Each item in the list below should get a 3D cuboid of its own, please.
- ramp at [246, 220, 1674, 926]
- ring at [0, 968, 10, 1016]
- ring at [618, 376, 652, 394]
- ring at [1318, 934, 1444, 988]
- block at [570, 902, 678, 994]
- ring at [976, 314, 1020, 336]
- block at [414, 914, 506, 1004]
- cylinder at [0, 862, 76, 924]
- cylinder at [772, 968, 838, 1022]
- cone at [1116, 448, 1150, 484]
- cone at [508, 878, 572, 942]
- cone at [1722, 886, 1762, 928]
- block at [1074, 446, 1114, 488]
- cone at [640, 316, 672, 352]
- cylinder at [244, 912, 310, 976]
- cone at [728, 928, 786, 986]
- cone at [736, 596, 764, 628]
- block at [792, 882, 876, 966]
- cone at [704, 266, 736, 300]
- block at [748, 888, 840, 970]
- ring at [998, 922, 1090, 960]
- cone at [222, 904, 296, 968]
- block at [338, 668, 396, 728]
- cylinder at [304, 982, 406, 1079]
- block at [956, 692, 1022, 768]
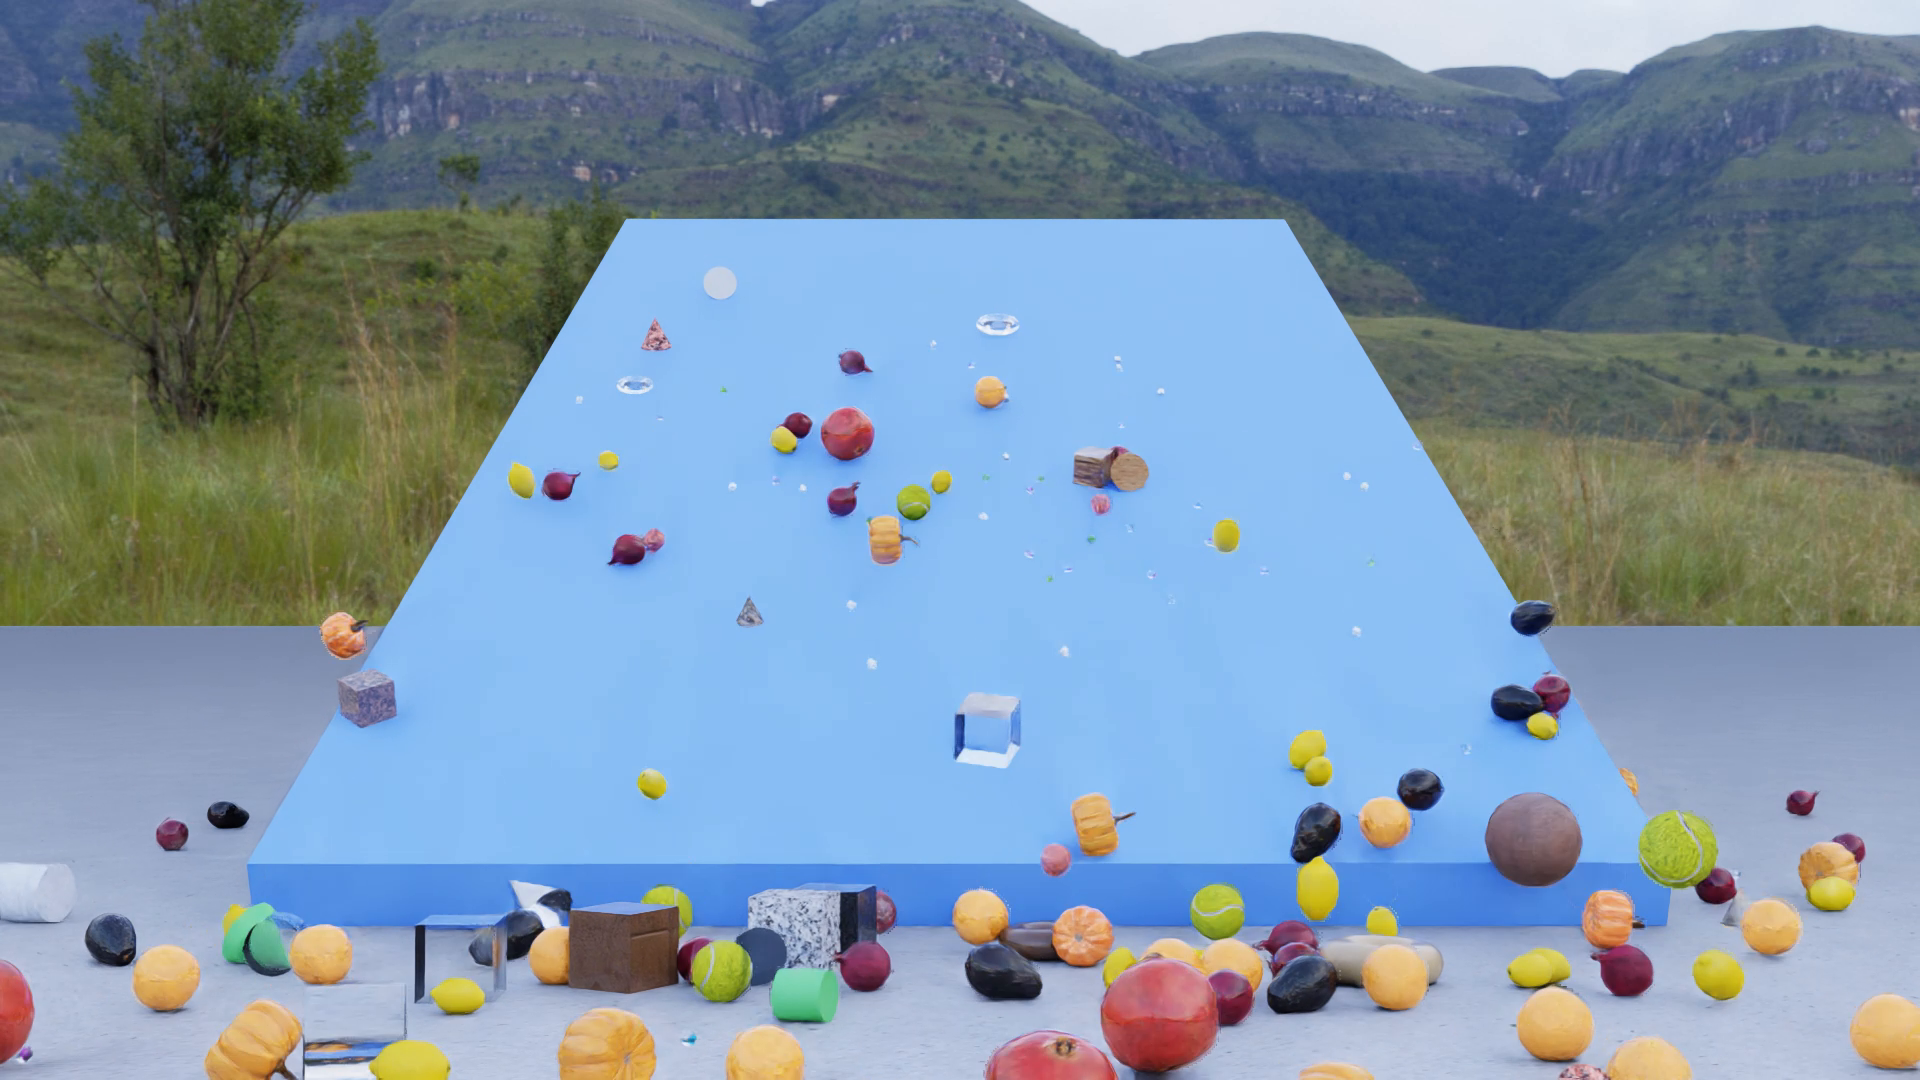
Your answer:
[{"bbox_3d":[-0.006,-0.214,5.079,2.000,0.100,4.000,0,21,0],"label":"ramp"},{"bbox_3d":[-1.012,0.464,2.275,0.125,0.125,0.042,2,41,-49],"label":"ring"},{"bbox_3d":[-0.752,-0.359,5.279,0.083,0.028,0.083,1,20,0],"label":"ring"},{"bbox_3d":[0.504,0.505,2.734,0.148,0.049,0.148,1,-2,0],"label":"ring"},{"bbox_3d":[-0.398,0.483,2.706,0.091,0.091,0.091,-1,-2,31],"label":"block"},{"bbox_3d":[0.096,-0.544,5.753,0.109,0.036,0.109,1,20,0],"label":"ring"},{"bbox_3d":[-0.573,0.481,2.623,0.088,0.088,0.088,0,-2,-2],"label":"block"},{"bbox_3d":[-1.333,0.506,3.273,0.085,0.085,0.085,-1,-2,16],"label":"cylinder"},{"bbox_3d":[-0.168,0.492,2.468,0.056,0.056,0.056,-1,-2,18],"label":"cylinder"},{"bbox_3d":[0.339,-0.134,4.681,0.080,0.080,0.080,1,-28,-24],"label":"cone"},{"bbox_3d":[-0.583,0.482,3.073,0.085,0.085,0.085,38,16,25],"label":"cone"},{"bbox_3d":[1.111,0.519,3.244,0.056,0.056,0.056,0,-2,0],"label":"cone"},{"bbox_3d":[0.275,-0.150,4.684,0.064,0.064,0.064,11,23,25],"label":"block"},{"bbox_3d":[-0.749,-0.512,5.609,0.076,0.076,0.076,0,21,0],"label":"cone"},{"bbox_3d":[-0.841,0.497,2.808,0.070,0.070,0.070,0,-2,-9],"label":"cylinder"},{"bbox_3d":[-0.236,0.514,2.750,0.072,0.072,0.072,0,-29,9],"label":"cone"},{"bbox_3d":[-0.369,0.120,3.992,0.050,0.050,0.050,0,21,0],"label":"cone"},{"bbox_3d":[-0.163,0.490,2.918,0.091,0.091,0.091,0,-2,13],"label":"block"},{"bbox_3d":[-0.644,-0.677,6.093,0.089,0.089,0.089,0,-6,-9],"label":"cone"},{"bbox_3d":[-0.205,0.486,2.833,0.093,0.093,0.093,0,-2,12],"label":"block"},{"bbox_3d":[0.109,0.517,2.941,0.119,0.040,0.119,-1,-2,0],"label":"ring"},{"bbox_3d":[-0.864,0.515,2.864,0.085,0.085,0.085,28,10,24],"label":"cone"},{"bbox_3d":[-0.943,0.251,3.628,0.064,0.064,0.064,-18,27,-39],"label":"block"},{"bbox_3d":[-0.568,0.463,2.140,0.091,0.091,0.091,0,-2,-15],"label":"cylinder"},{"bbox_3d":[0.043,0.292,3.502,0.082,0.082,0.082,6,22,16],"label":"block"}]
